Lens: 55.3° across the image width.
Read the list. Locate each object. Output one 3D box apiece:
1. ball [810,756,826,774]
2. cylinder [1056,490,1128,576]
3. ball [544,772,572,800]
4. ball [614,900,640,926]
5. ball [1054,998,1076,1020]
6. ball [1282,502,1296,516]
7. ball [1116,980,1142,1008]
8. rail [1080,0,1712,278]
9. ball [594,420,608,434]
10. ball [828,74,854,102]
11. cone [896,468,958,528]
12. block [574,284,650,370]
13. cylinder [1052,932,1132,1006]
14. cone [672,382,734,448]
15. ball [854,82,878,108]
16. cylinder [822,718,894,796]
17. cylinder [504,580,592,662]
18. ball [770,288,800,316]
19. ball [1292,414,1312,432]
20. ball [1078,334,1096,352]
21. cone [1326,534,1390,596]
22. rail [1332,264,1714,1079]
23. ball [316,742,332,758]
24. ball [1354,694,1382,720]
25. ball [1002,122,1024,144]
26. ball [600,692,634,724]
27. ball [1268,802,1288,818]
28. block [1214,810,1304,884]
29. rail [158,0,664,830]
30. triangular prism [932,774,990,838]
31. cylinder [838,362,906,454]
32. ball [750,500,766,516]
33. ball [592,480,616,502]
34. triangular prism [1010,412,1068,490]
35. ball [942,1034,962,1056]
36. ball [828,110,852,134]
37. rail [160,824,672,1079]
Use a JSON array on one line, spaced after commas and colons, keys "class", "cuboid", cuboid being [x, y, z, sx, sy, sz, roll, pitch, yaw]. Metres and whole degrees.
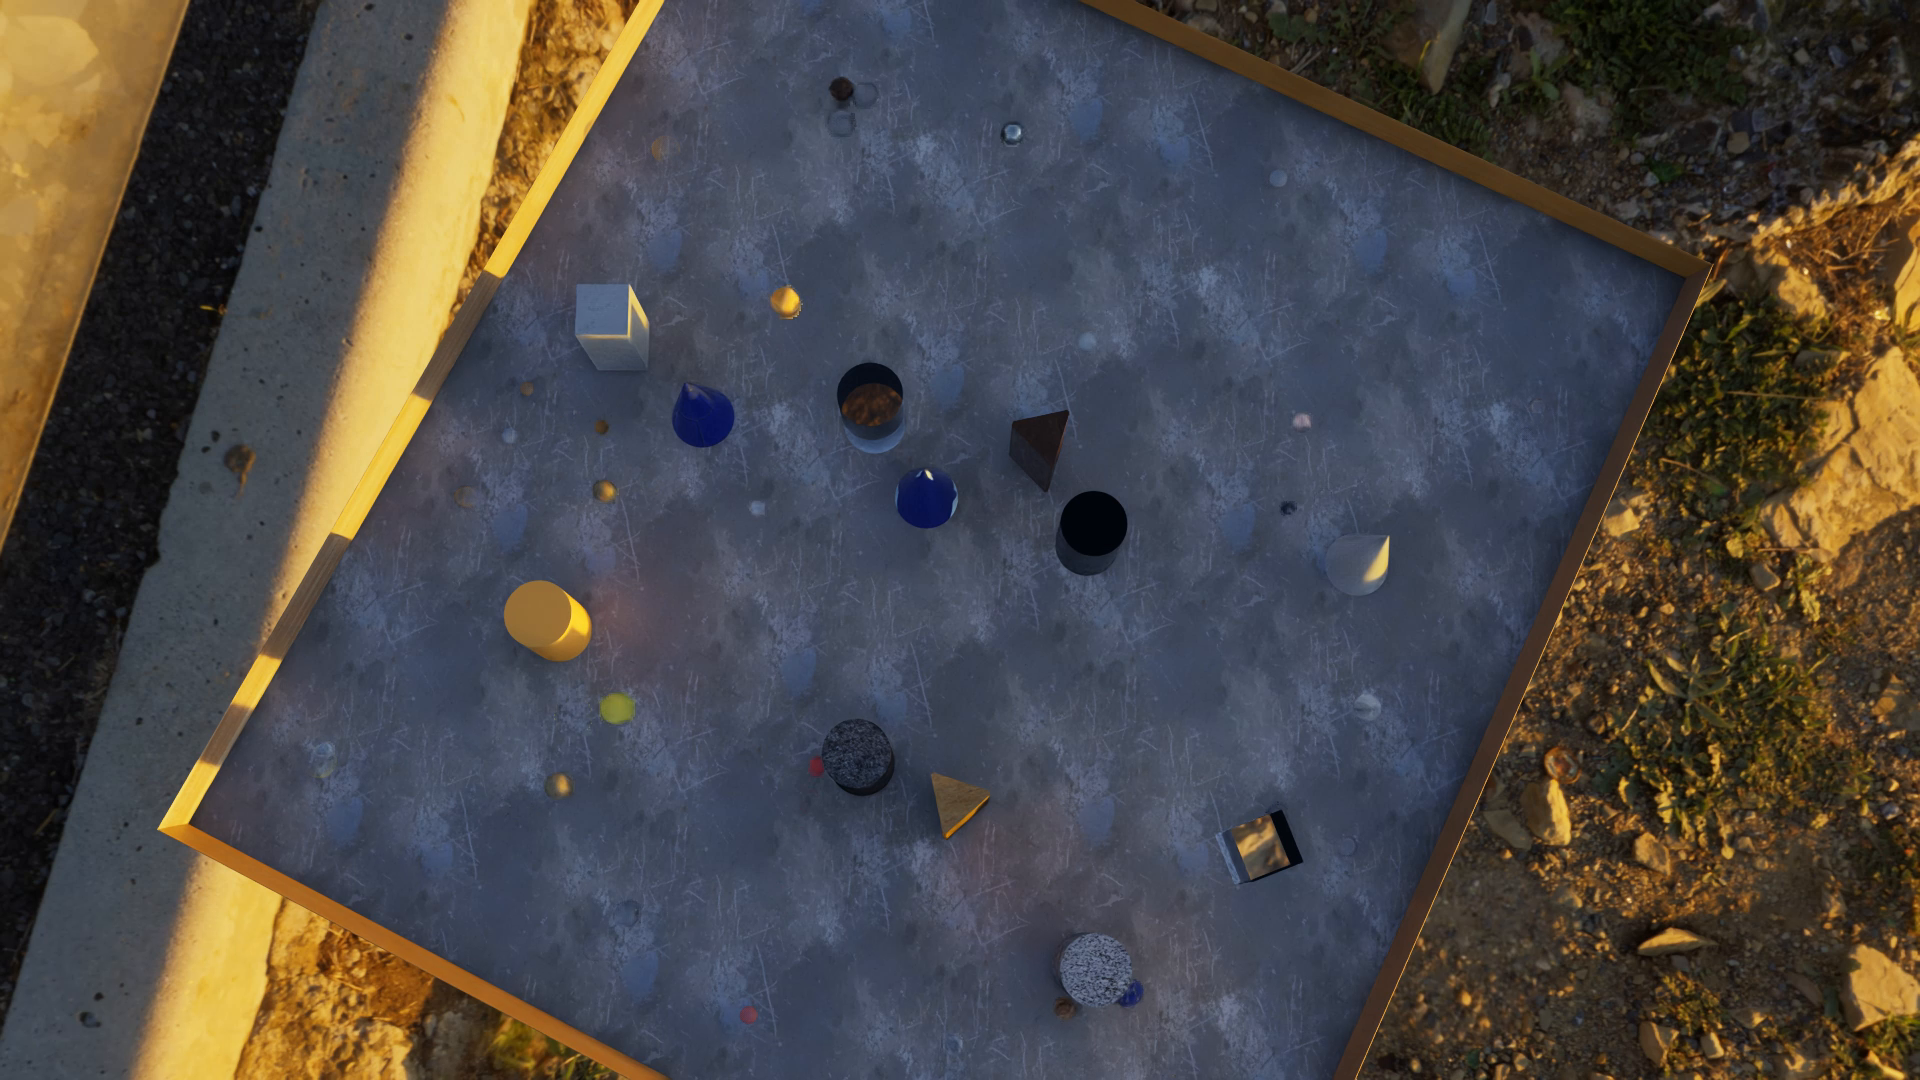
[{"class": "ball", "cuboid": [-0.421, 0.671, 5.451, 0.051, 0.051, 0.051, 0, 78, 0]}, {"class": "cylinder", "cuboid": [0.389, -0.017, 5.463, 0.195, 0.308, 0.195, 0, 78, 0]}, {"class": "ball", "cuboid": [-1.189, 0.729, 5.424, 0.082, 0.082, 0.082, 0, 78, 0]}, {"class": "ball", "cuboid": [-0.973, 1.092, 5.352, 0.075, 0.075, 0.075, 0, 78, 0]}, {"class": "ball", "cuboid": [0.305, 1.353, 5.290, 0.063, 0.063, 0.063, 0, 78, 0]}, {"class": "ball", "cuboid": [1.007, -0.097, 5.615, 0.042, 0.042, 0.042, 0, 78, 0]}, {"class": "ball", "cuboid": [0.487, 1.313, 5.304, 0.080, 0.080, 0.080, 0, 78, 0]}, {"class": "rail", "cuboid": [0.801, -1.562, 5.874, 3.395, 0.126, 0.045, 26, 80, 5]}, {"class": "ball", "cuboid": [-1.108, -0.349, 5.666, 0.044, 0.044, 0.044, 0, 78, 0]}, {"class": "ball", "cuboid": [-0.380, -1.448, 5.877, 0.085, 0.085, 0.085, 0, 78, 0]}, {"class": "cone", "cuboid": [-0.103, -0.167, 5.468, 0.195, 0.359, 0.195, 0, 78, 0]}, {"class": "block", "cuboid": [-1.053, -0.642, 5.567, 0.156, 0.357, 0.156, 0, 78, 0]}, {"class": "cylinder", "cuboid": [0.368, 1.204, 5.156, 0.195, 0.414, 0.195, 0, 78, 0]}, {"class": "cone", "cuboid": [-0.798, -0.420, 5.507, 0.195, 0.385, 0.195, 0, 78, 0]}, {"class": "ball", "cuboid": [-0.303, -1.427, 5.871, 0.080, 0.080, 0.080, 0, 78, 0]}, {"class": "cylinder", "cuboid": [-0.292, 0.633, 5.315, 0.195, 0.333, 0.195, 0, 78, 0]}, {"class": "cylinder", "cuboid": [-1.213, 0.242, 5.412, 0.195, 0.302, 0.195, 0, 78, 0]}, {"class": "ball", "cuboid": [-0.546, -0.744, 5.724, 0.091, 0.091, 0.091, 0, 78, 0]}, {"class": "ball", "cuboid": [1.057, -0.362, 5.662, 0.058, 0.058, 0.058, 0, 78, 0]}, {"class": "ball", "cuboid": [0.398, -0.617, 5.715, 0.057, 0.057, 0.057, 0, 78, 0]}, {"class": "cone", "cuboid": [1.212, 0.031, 5.388, 0.195, 0.435, 0.195, 0, 78, 0]}, {"class": "rail", "cuboid": [1.497, 0.740, 5.398, 0.045, 0.126, 3.629, 26, 80, 5]}, {"class": "ball", "cuboid": [-1.896, 0.628, 5.462, 0.048, 0.048, 0.048, 0, 78, 0]}, {"class": "ball", "cuboid": [1.217, 0.500, 5.473, 0.079, 0.079, 0.079, 0, 78, 0]}, {"class": "ball", "cuboid": [0.168, -1.298, 5.848, 0.073, 0.073, 0.073, 0, 78, 0]}, {"class": "ball", "cuboid": [-1.023, 0.502, 5.463, 0.097, 0.097, 0.097, 0, 78, 0]}, {"class": "ball", "cuboid": [0.940, 0.807, 5.419, 0.061, 0.061, 0.061, 0, 78, 0]}, {"class": "block", "cuboid": [0.856, 0.885, 5.267, 0.156, 0.325, 0.156, -20, 79, -4]}, {"class": "rail", "cuboid": [-1.497, -0.726, 5.701, 0.045, 0.126, 3.629, 26, 80, 5]}, {"class": "triangular prism", "cuboid": [-0.029, 0.740, 5.259, 0.169, 0.401, 0.146, -41, 81, -8]}, {"class": "cylinder", "cuboid": [-0.264, -0.395, 5.534, 0.195, 0.321, 0.195, 0, 78, 0]}, {"class": "ball", "cuboid": [-0.620, -0.096, 5.611, 0.049, 0.049, 0.049, 0, 78, 0]}, {"class": "ball", "cuboid": [-1.089, -0.149, 5.611, 0.072, 0.072, 0.072, 0, 78, 0]}, {"class": "triangular prism", "cuboid": [0.263, -0.292, 5.497, 0.146, 0.352, 0.169, -42, 81, -8]}, {"class": "ball", "cuboid": [-0.023, 1.456, 5.285, 0.059, 0.059, 0.059, 0, 78, 0]}, {"class": "ball", "cuboid": [-0.381, -1.332, 5.849, 0.076, 0.076, 0.076, 0, 78, 0]}, {"class": "rail", "cuboid": [-0.801, 1.575, 5.225, 3.395, 0.126, 0.045, 26, 80, 5]}]
